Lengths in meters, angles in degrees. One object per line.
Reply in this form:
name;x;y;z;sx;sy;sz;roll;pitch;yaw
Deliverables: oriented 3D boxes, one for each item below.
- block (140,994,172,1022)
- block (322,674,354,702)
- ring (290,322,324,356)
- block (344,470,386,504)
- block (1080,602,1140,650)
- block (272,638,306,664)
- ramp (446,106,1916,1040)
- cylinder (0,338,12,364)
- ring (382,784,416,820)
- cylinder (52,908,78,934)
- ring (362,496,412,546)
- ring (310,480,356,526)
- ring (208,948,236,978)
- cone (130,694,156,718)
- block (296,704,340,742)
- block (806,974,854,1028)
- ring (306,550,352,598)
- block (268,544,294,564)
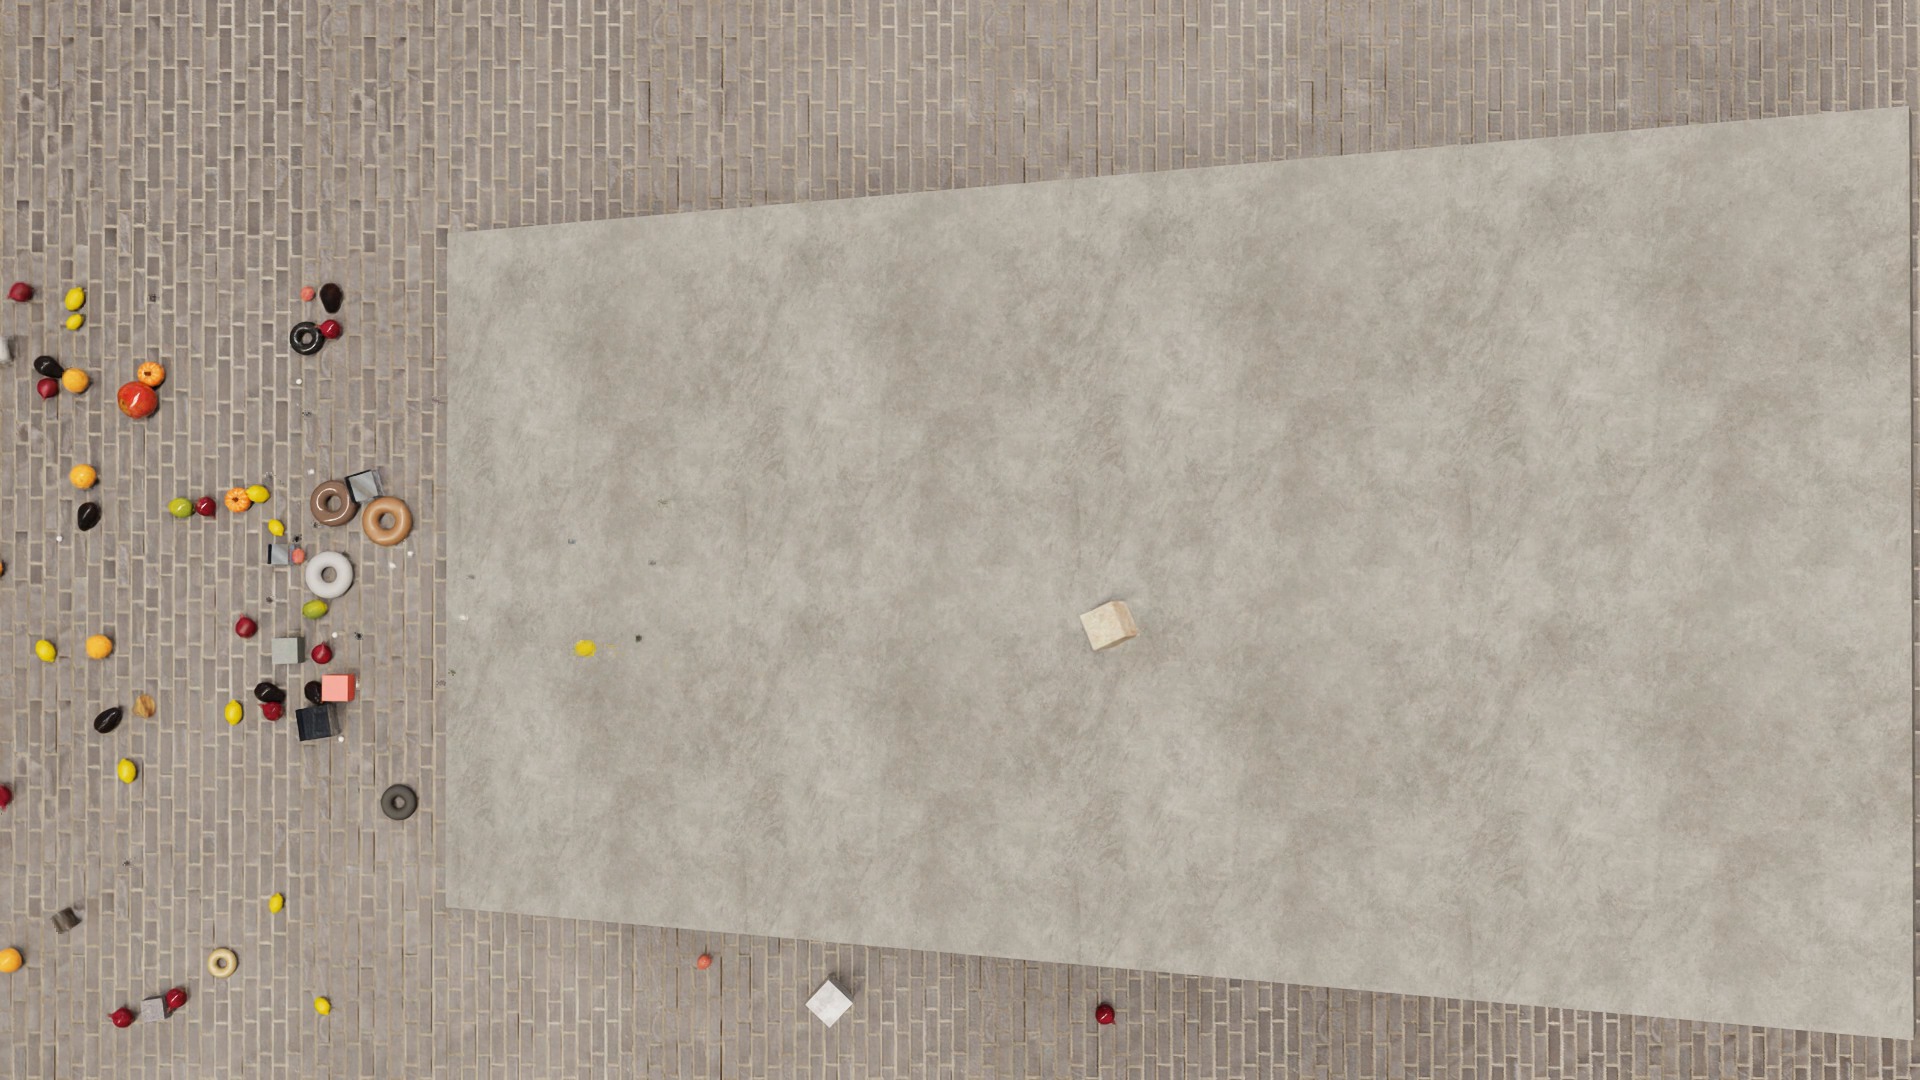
block;-2.402;1.400;6.572;0.064;0.064;0.064;-8;89;0
block;-1.859;0.441;6.577;0.075;0.075;0.075;1;89;0
ring;-1.964;-0.606;6.609;0.102;0.034;0.102;0;88;1
block;-1.781;-0.160;6.580;0.081;0.081;0.081;-17;89;0
block;0.374;0.214;5.504;0.093;0.093;0.093;-26;78;24
block;-2.009;0.330;6.578;0.076;0.076;0.076;-1;89;0
ramp;0.278;0.079;5.663;4.000;0.100;2.000;0;89;27
cylinder;-2.887;-0.566;6.591;0.069;0.069;0.069;-11;89;0
ring;-1.682;0.787;6.593;0.108;0.036;0.108;0;90;-1
cylinder;-2.675;1.137;6.578;0.057;0.057;0.057;-28;89;0
ring;-1.718;-0.056;6.595;0.150;0.050;0.150;0;89;1
ring;-1.879;-0.110;6.597;0.141;0.047;0.141;0;88;0
ring;-2.212;1.268;6.591;0.090;0.030;0.090;0;91;1
cone;-2.467;0.506;6.598;0.070;0.070;0.070;-18;89;27
block;-1.917;0.543;6.566;0.095;0.095;0.095;-9;89;0
block;-0.387;1.373;6.555;0.099;0.099;0.099;44;90;0
ring;-1.891;0.104;6.594;0.144;0.048;0.144;0;88;1
block;-2.034;0.043;6.588;0.061;0.061;0.061;2;89;0
